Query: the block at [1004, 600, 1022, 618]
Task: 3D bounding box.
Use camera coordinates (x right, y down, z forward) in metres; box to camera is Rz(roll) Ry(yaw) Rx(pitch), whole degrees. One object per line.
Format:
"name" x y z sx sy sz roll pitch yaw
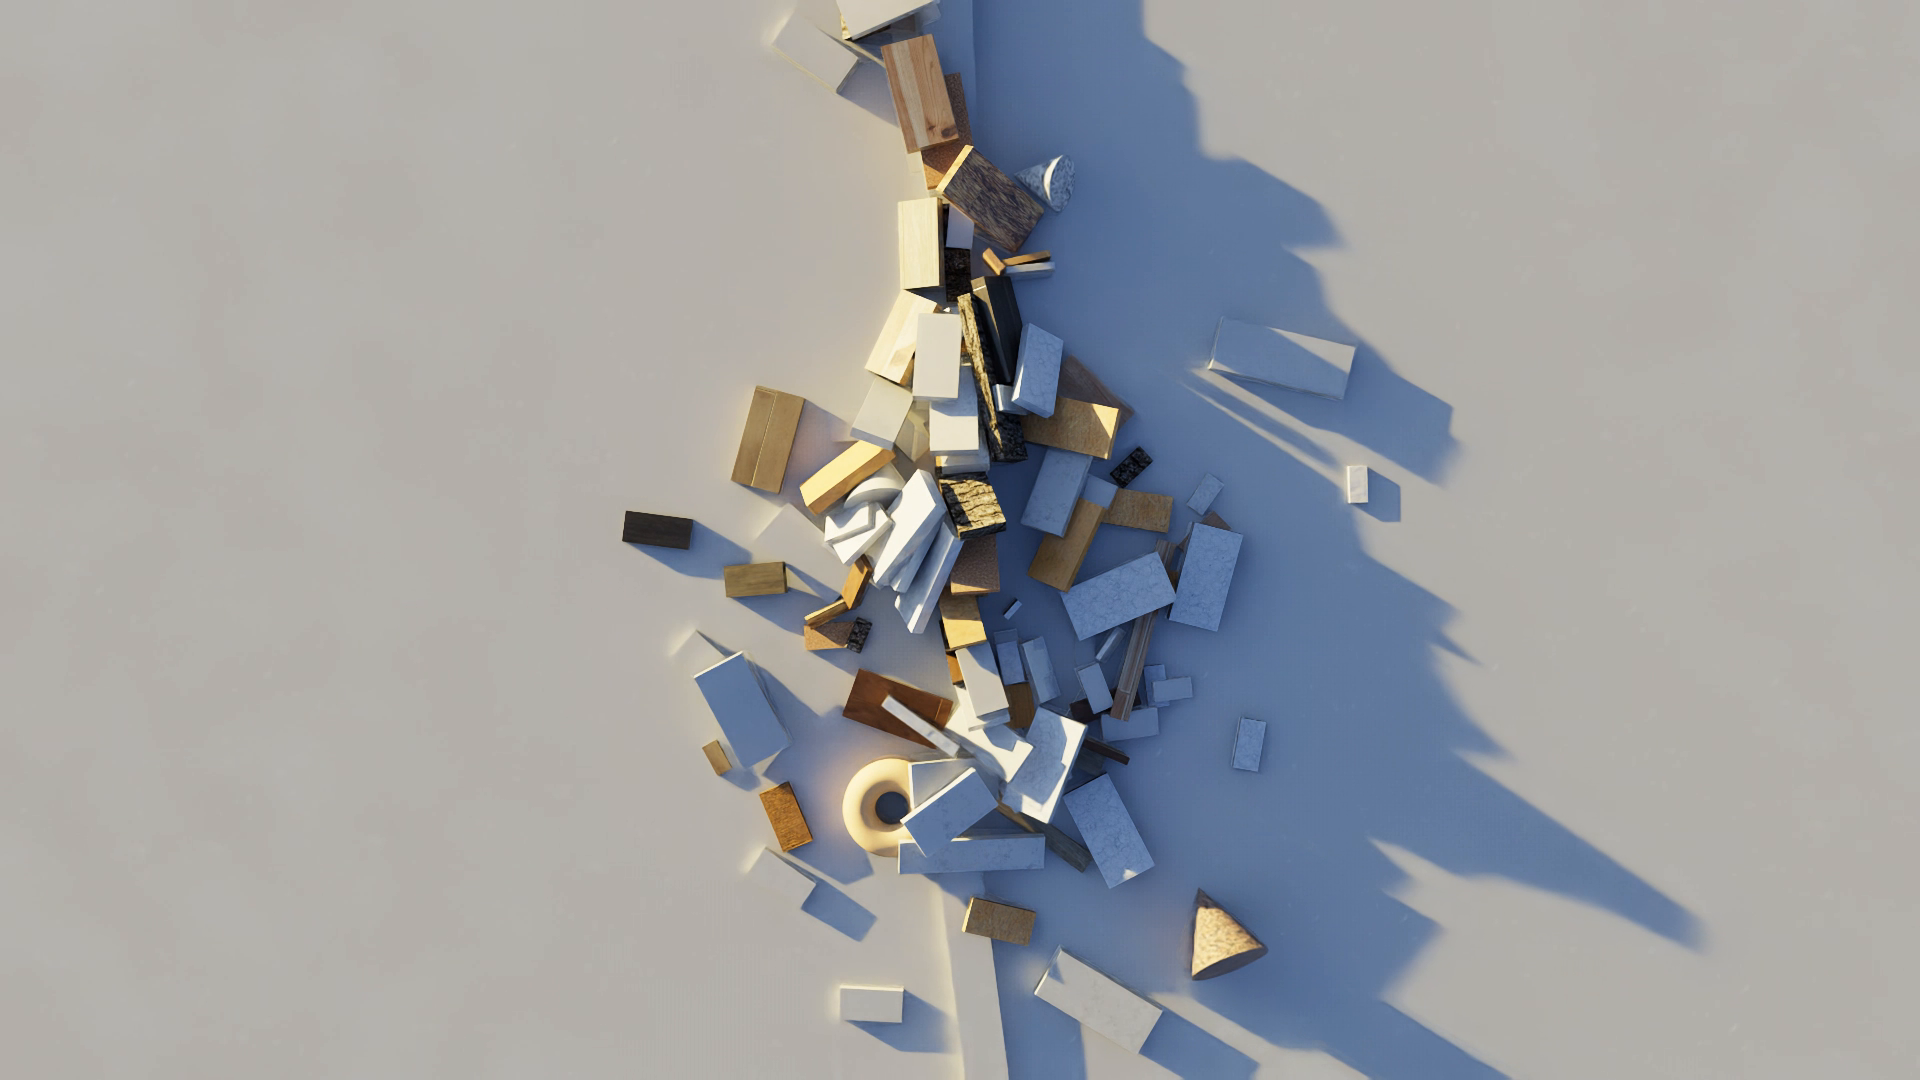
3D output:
"block" 0.172 0.227 5.431 0.020 0.138 0.069 42 90 0

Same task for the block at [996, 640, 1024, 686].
"block" 0.166 0.406 5.430 0.069 0.020 0.138 -12 75 0

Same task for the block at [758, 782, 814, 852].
"block" -0.578 0.921 5.485 0.105 0.030 0.210 -23 90 0

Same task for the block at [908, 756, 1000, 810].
"block" -0.020 0.792 5.411 0.290 0.041 0.145 -4 90 -16

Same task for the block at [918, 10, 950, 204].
"block" -0.088 -1.941 5.481 0.132 0.037 1.720 -4 90 0

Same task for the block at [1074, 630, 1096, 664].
"block" 0.416 0.347 5.490 0.068 0.019 0.135 0 90 0

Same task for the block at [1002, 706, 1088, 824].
"block" 0.277 0.733 5.387 0.170 0.048 0.339 22 93 20

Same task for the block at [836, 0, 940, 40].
"block" -0.235 -1.751 5.340 0.310 0.040 0.143 -22 89 4

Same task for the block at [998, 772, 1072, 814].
"block" 0.247 0.796 5.452 0.226 0.032 0.113 -33 88 5

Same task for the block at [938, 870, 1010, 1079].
"block" 0.077 1.693 5.479 0.145 0.041 1.206 -7 90 0

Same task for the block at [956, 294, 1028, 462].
"block" 0.107 -0.526 5.388 0.050 0.175 0.549 -14 85 28

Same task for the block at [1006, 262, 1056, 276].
"block" 0.232 -0.896 5.460 0.161 0.081 0.023 -6 90 0

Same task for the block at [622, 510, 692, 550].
"block" -1.006 -0.033 5.485 0.220 0.029 0.104 7 90 0

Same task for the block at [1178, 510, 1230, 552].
"block" 0.813 -0.010 5.488 0.166 0.024 0.083 -45 90 0

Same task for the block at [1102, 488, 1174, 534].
"block" 0.579 -0.102 5.483 0.242 0.034 0.121 9 90 0

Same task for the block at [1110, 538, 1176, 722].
"block" 0.605 0.297 5.454 0.063 0.018 0.611 16 85 1

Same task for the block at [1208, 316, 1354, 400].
"block" 1.068 -0.603 5.475 0.449 0.049 0.174 13 90 0

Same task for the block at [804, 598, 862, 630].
"block" -0.419 0.234 5.462 0.189 0.054 0.015 -27 47 -8

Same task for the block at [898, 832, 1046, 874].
"block" 0.039 1.033 5.433 0.483 0.032 0.113 -1 107 -8

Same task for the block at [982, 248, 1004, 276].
"block" 0.111 -0.908 5.419 0.023 0.161 0.081 -41 90 0

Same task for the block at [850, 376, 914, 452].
"block" -0.248 -0.416 5.383 0.143 0.285 0.040 20 134 0

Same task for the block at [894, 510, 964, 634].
"block" -0.100 0.104 5.345 0.043 0.152 0.386 5 123 -32

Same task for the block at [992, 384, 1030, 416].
"block" 0.168 -0.456 5.371 0.024 0.168 0.084 -15 80 34

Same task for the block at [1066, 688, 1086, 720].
"block" 0.356 0.652 5.490 0.072 0.020 0.396 30 90 0

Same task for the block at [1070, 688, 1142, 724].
"block" 0.482 0.544 5.472 0.230 0.021 0.076 -18 97 -6

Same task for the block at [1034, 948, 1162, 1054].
"block" 0.460 1.531 5.476 0.391 0.048 0.170 31 90 0

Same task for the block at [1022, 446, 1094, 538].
"block" 0.321 -0.166 5.446 0.144 0.041 0.287 19 86 20

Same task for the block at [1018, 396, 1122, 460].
"block" 0.351 -0.380 5.417 0.329 0.047 0.164 14 93 20

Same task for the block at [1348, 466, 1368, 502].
"block" 1.325 -0.185 5.491 0.061 0.017 0.121 -2 90 0

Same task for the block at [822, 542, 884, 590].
"block" -0.323 0.043 5.452 0.242 0.034 0.121 37 62 -2

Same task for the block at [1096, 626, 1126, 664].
"block" 0.501 0.348 5.468 0.018 0.063 0.127 34 90 27

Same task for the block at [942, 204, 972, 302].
"block" -0.010 -0.954 5.467 0.085 0.024 0.320 -3 97 0

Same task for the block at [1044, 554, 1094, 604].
"block" 0.365 0.124 5.491 0.061 0.017 0.188 40 90 0

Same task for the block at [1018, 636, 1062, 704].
"block" 0.263 0.431 5.460 0.095 0.027 0.204 -17 90 -39

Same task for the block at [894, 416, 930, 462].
"block" -0.186 -0.352 5.472 0.090 0.026 0.180 -45 96 -7

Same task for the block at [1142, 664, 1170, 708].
"block" 0.653 0.486 5.490 0.070 0.020 0.139 -7 90 0

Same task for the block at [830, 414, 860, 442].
"block" -0.339 -0.374 5.487 0.180 0.026 0.090 -2 90 0

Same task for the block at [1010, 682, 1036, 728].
"block" 0.208 0.547 5.460 0.072 0.020 0.144 -8 90 0

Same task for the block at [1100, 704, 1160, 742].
"block" 0.561 0.609 5.466 0.189 0.027 0.095 -7 103 -6

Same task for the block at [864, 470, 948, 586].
"block" -0.184 -0.039 5.298 0.050 0.175 0.351 16 124 -37

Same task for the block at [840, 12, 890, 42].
"block" -0.324 -1.831 5.431 0.166 0.047 0.332 -6 90 37

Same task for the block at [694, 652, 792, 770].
"block" -0.717 0.563 5.448 0.174 0.049 0.348 -28 98 -3

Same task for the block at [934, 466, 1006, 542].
"block" 0.031 -0.133 5.278 0.152 0.043 0.303 -13 48 -9

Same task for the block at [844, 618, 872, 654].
"block" -0.337 0.316 5.474 0.054 0.015 0.108 26 79 -20

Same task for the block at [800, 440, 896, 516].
"block" -0.370 -0.226 5.404 0.328 0.164 0.047 -36 119 5

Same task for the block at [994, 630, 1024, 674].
"block" 0.163 0.378 5.459 0.076 0.021 0.151 -10 75 0

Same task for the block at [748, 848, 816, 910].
"block" -0.593 1.126 5.485 0.210 0.030 0.105 35 90 0

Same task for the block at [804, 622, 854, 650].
"block" -0.433 0.319 5.488 0.166 0.024 0.083 -4 90 0

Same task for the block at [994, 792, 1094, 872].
"block" 0.273 0.968 5.490 0.382 0.020 0.070 36 90 0

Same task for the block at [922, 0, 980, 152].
"block" -0.042 -1.728 5.439 0.166 0.047 1.065 -3 90 0

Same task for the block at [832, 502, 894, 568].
"block" -0.315 -0.020 5.346 0.207 0.104 0.029 -44 134 11

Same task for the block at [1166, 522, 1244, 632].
"block" 0.810 0.120 5.458 0.166 0.047 0.332 14 95 -4

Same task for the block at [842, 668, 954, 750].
"block" -0.206 0.560 5.476 0.332 0.047 0.166 20 90 0

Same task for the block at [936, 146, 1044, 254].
"block" 0.101 -1.110 5.384 0.347 0.049 0.174 34 90 -34

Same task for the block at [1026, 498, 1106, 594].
"block" 0.352 0.008 5.443 0.144 0.041 0.305 24 87 25

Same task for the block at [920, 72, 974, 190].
"block" -0.053 -1.336 5.391 0.174 0.049 0.347 -11 90 0

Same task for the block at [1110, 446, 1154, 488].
"block" 0.571 -0.242 5.490 0.135 0.019 0.068 -43 90 0

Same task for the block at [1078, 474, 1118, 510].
"block" 0.429 -0.173 5.464 0.171 0.024 0.084 25 94 15
